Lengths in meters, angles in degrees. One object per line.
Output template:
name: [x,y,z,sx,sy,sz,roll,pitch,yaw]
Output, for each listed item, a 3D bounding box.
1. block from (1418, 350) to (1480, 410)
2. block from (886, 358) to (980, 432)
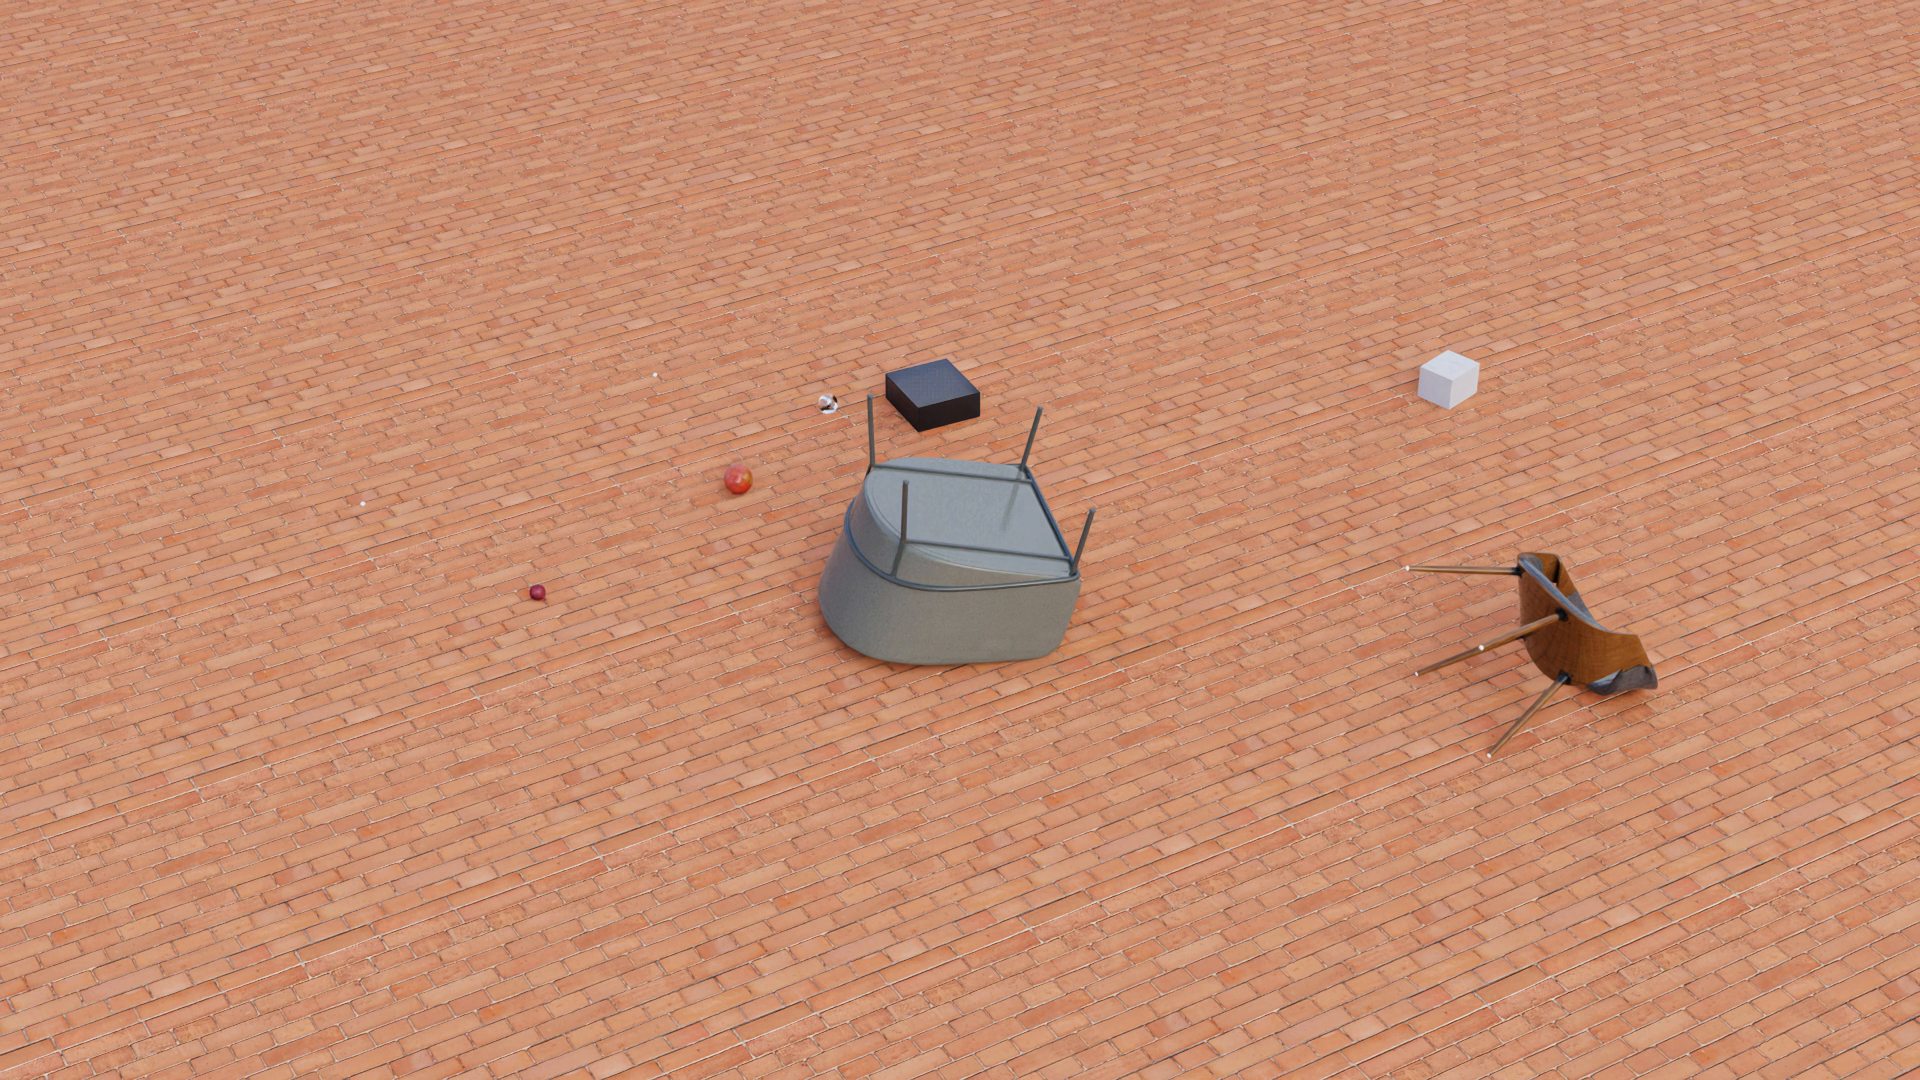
block: [1.966,-0.645,11.800,0.156,0.136,0.187,28,42,35]
block: [-0.110,-0.580,11.722,0.274,0.113,0.301,-15,36,-22]
